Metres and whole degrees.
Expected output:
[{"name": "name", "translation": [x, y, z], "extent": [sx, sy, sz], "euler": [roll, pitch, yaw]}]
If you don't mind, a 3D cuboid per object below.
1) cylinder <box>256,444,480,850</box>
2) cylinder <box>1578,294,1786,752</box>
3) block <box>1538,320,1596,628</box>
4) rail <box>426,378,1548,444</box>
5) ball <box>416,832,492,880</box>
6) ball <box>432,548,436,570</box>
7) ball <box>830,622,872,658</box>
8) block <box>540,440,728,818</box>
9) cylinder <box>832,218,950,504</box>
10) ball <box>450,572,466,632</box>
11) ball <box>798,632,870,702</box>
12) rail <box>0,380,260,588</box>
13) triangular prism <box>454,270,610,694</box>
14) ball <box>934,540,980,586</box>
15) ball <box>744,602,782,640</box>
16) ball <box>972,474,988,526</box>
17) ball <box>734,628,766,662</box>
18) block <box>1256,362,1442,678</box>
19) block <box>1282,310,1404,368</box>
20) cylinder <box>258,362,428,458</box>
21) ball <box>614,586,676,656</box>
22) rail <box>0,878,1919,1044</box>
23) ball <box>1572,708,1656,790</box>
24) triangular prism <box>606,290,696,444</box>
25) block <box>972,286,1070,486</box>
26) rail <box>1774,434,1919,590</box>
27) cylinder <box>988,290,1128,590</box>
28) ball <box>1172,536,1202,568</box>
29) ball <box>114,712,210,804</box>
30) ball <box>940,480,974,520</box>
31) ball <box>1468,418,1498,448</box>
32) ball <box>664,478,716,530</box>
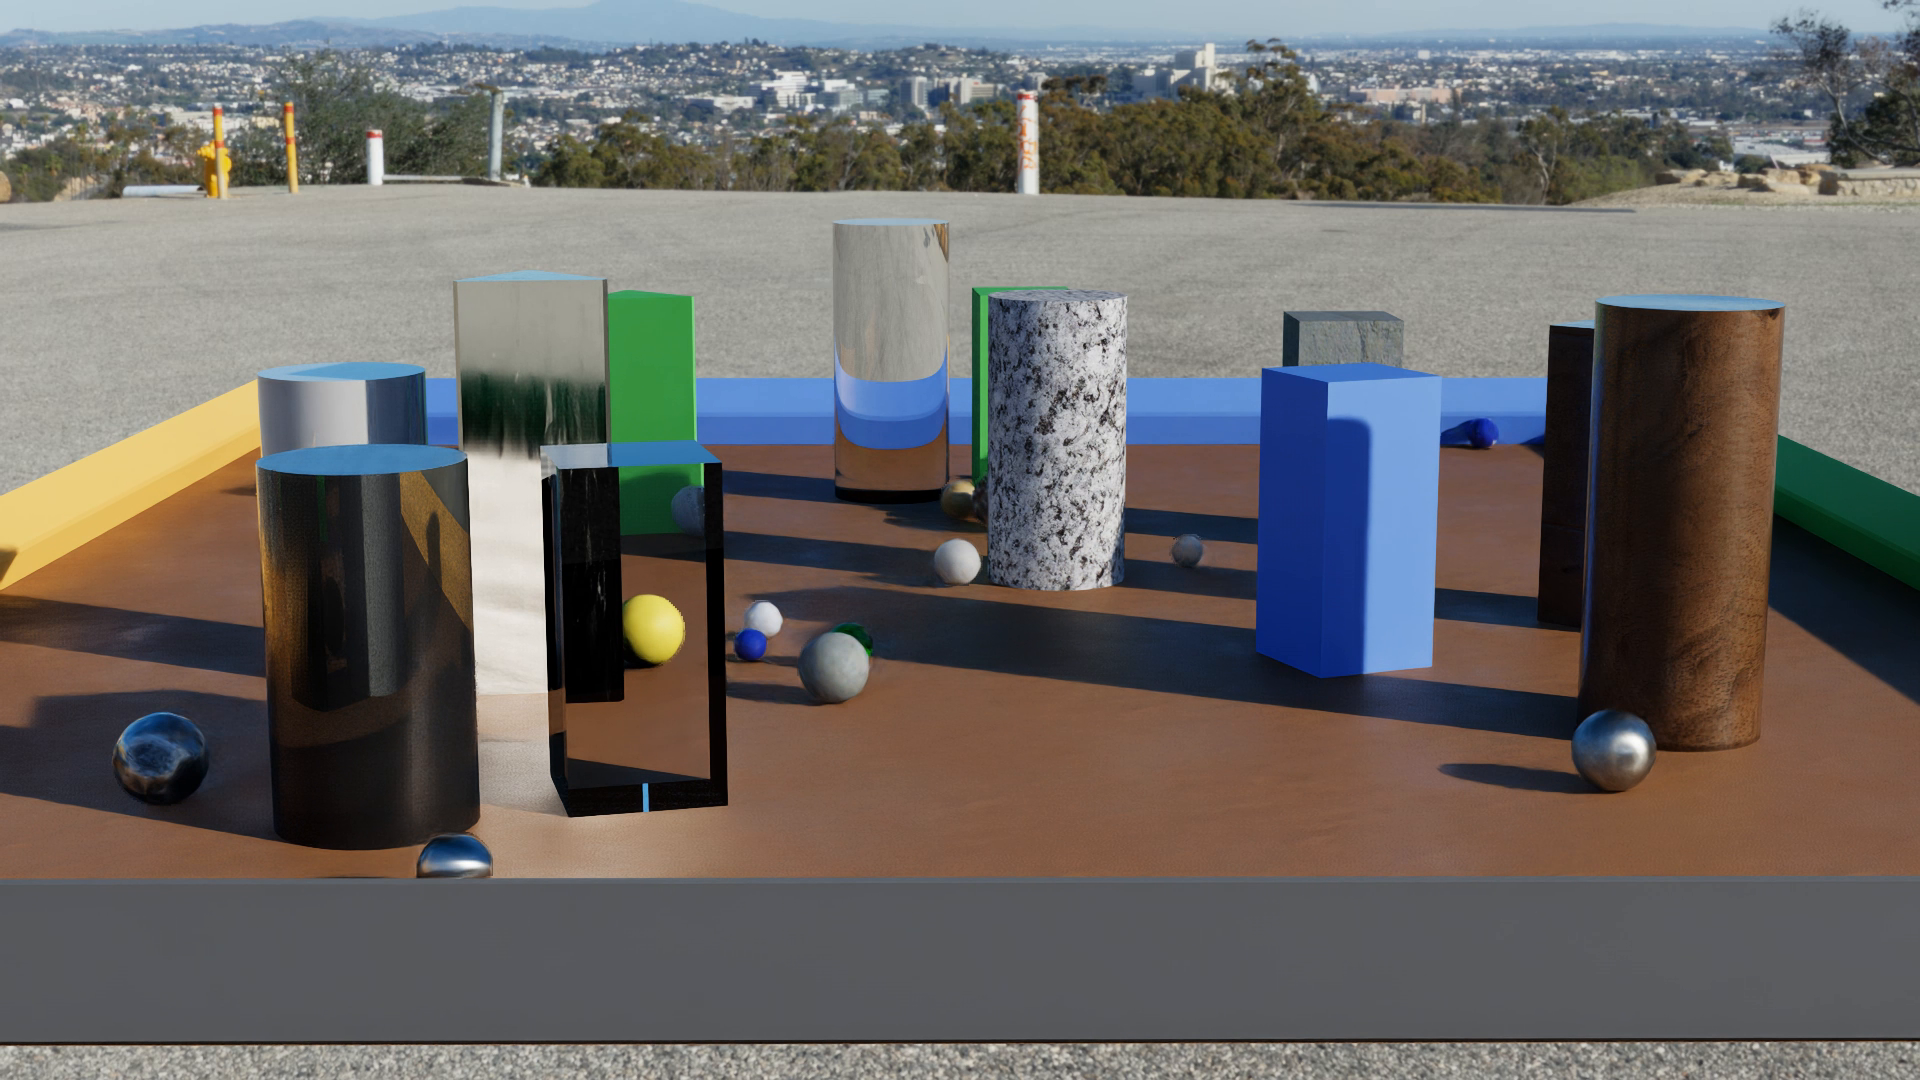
[{"name": "cylinder", "translation": [-0.568, 0.098, 2.474], "extent": [0.197, 0.357, 0.197], "euler": [0, 10, 0]}, {"name": "cylinder", "translation": [0.786, -0.023, 2.807], "extent": [0.197, 0.474, 0.197], "euler": [0, 10, 0]}, {"name": "block", "translation": [0.878, -0.086, 3.371], "extent": [0.158, 0.393, 0.158], "euler": [10, 15, 44]}, {"name": "rail", "translation": [-0.009, -0.246, 4.953], "extent": [2.698, 0.128, 0.045], "euler": [0, 10, 0]}, {"name": "ball", "translation": [-0.443, 0.289, 2.248], "extent": [0.065, 0.065, 0.065], "euler": [0, 10, 0]}, {"name": "ball", "translation": [-0.764, 0.030, 3.572], "extent": [0.069, 0.069, 0.069], "euler": [0, 10, 0]}, {"name": "ball", "translation": [-0.135, 0.129, 3.128], "extent": [0.058, 0.058, 0.058], "euler": [0, 10, 0]}, {"name": "block", "translation": [-0.328, 0.085, 2.578], "extent": [0.158, 0.346, 0.158], "euler": [-3, 11, -15]}, {"name": "cylinder", "translation": [-0.116, -0.307, 4.362], "extent": [0.197, 0.466, 0.197], "euler": [0, 10, 0]}, {"name": "ball", "translation": [-0.604, 0.078, 3.291], "extent": [0.099, 0.099, 0.099], "euler": [0, 10, 0]}, {"name": "ball", "translation": [-0.145, 0.147, 2.965], "extent": [0.082, 0.082, 0.082], "euler": [0, 10, 0]}, {"name": "rail", "translation": [-1.325, 0.034, 3.441], "extent": [0.045, 0.128, 3.107], "euler": [0, 10, 0]}, {"name": "triangular prism", "translation": [-0.503, -0.072, 3.046], "extent": [0.171, 0.484, 0.148], "euler": [-2, 11, -9]}, {"name": "ball", "translation": [-0.005, 0.032, 3.630], "extent": [0.067, 0.067, 0.067], "euler": [0, 10, 0]}, {"name": "ball", "translation": [-0.252, 0.104, 3.293], "extent": [0.048, 0.048, 0.048], "euler": [0, 10, 0]}, {"name": "ball", "translation": [0.068, -0.064, 4.059], "extent": [0.098, 0.098, 0.098], "euler": [0, 10, 0]}, {"name": "ball", "translation": [-0.259, 0.130, 3.171], "extent": [0.041, 0.041, 0.041], "euler": [0, 10, 0]}, {"name": "block", "translation": [0.475, -0.028, 3.155], "extent": [0.158, 0.358, 0.158], "euler": [-4, 11, -23]}, {"name": "block", "translation": [0.587, -0.173, 3.969], "extent": [0.158, 0.347, 0.158], "euler": [0, 10, -2]}, {"name": "cylinder", "translation": [-0.743, -0.024, 3.117], "extent": [0.197, 0.363, 0.197], "euler": [0, 10, 0]}, {"name": "ball", "translation": [-0.399, 0.101, 3.198], "extent": [0.089, 0.089, 0.089], "euler": [0, 10, 0]}, {"name": "rail", "translation": [0.009, 0.312, 1.945], "extent": [2.698, 0.128, 0.045], "euler": [0, 10, 0]}, {"name": "ball", "translation": [0.664, 0.213, 2.605], "extent": [0.084, 0.084, 0.084], "euler": [0, 10, 0]}, {"name": "triangular prism", "translation": [-0.522, -0.213, 4.132], "extent": [0.171, 0.366, 0.148], "euler": [-3, 11, -14]}, {"name": "block", "translation": [0.105, -0.232, 4.246], "extent": [0.158, 0.360, 0.158], "euler": [-1, 11, -4]}, {"name": "rail", "translation": [1.325, 0.032, 3.456], "extent": [0.045, 0.128, 3.107], "euler": [0, 10, 0]}, {"name": "cylinder", "translation": [0.138, -0.146, 3.660], "extent": [0.197, 0.406, 0.197], "euler": [0, 10, 0]}, {"name": "ball", "translation": [0.334, 0.017, 3.768], "extent": [0.046, 0.046, 0.046], "euler": [0, 10, 0]}, {"name": "ball", "translation": [-0.795, 0.218, 2.557], "extent": [0.092, 0.092, 0.092], "euler": [0, 10, 0]}, {"name": "ball", "translation": [0.001, -0.064, 4.154], "extent": [0.064, 0.064, 0.064], "euler": [0, 10, 0]}, {"name": "ball", "translation": [1.005, -0.205, 4.929], "extent": [0.059, 0.059, 0.059], "euler": [0, 10, 0]}, {"name": "ball", "translation": [-0.427, -0.056, 4.061], "extent": [0.082, 0.082, 0.082], "euler": [0, 10, 0]}]
